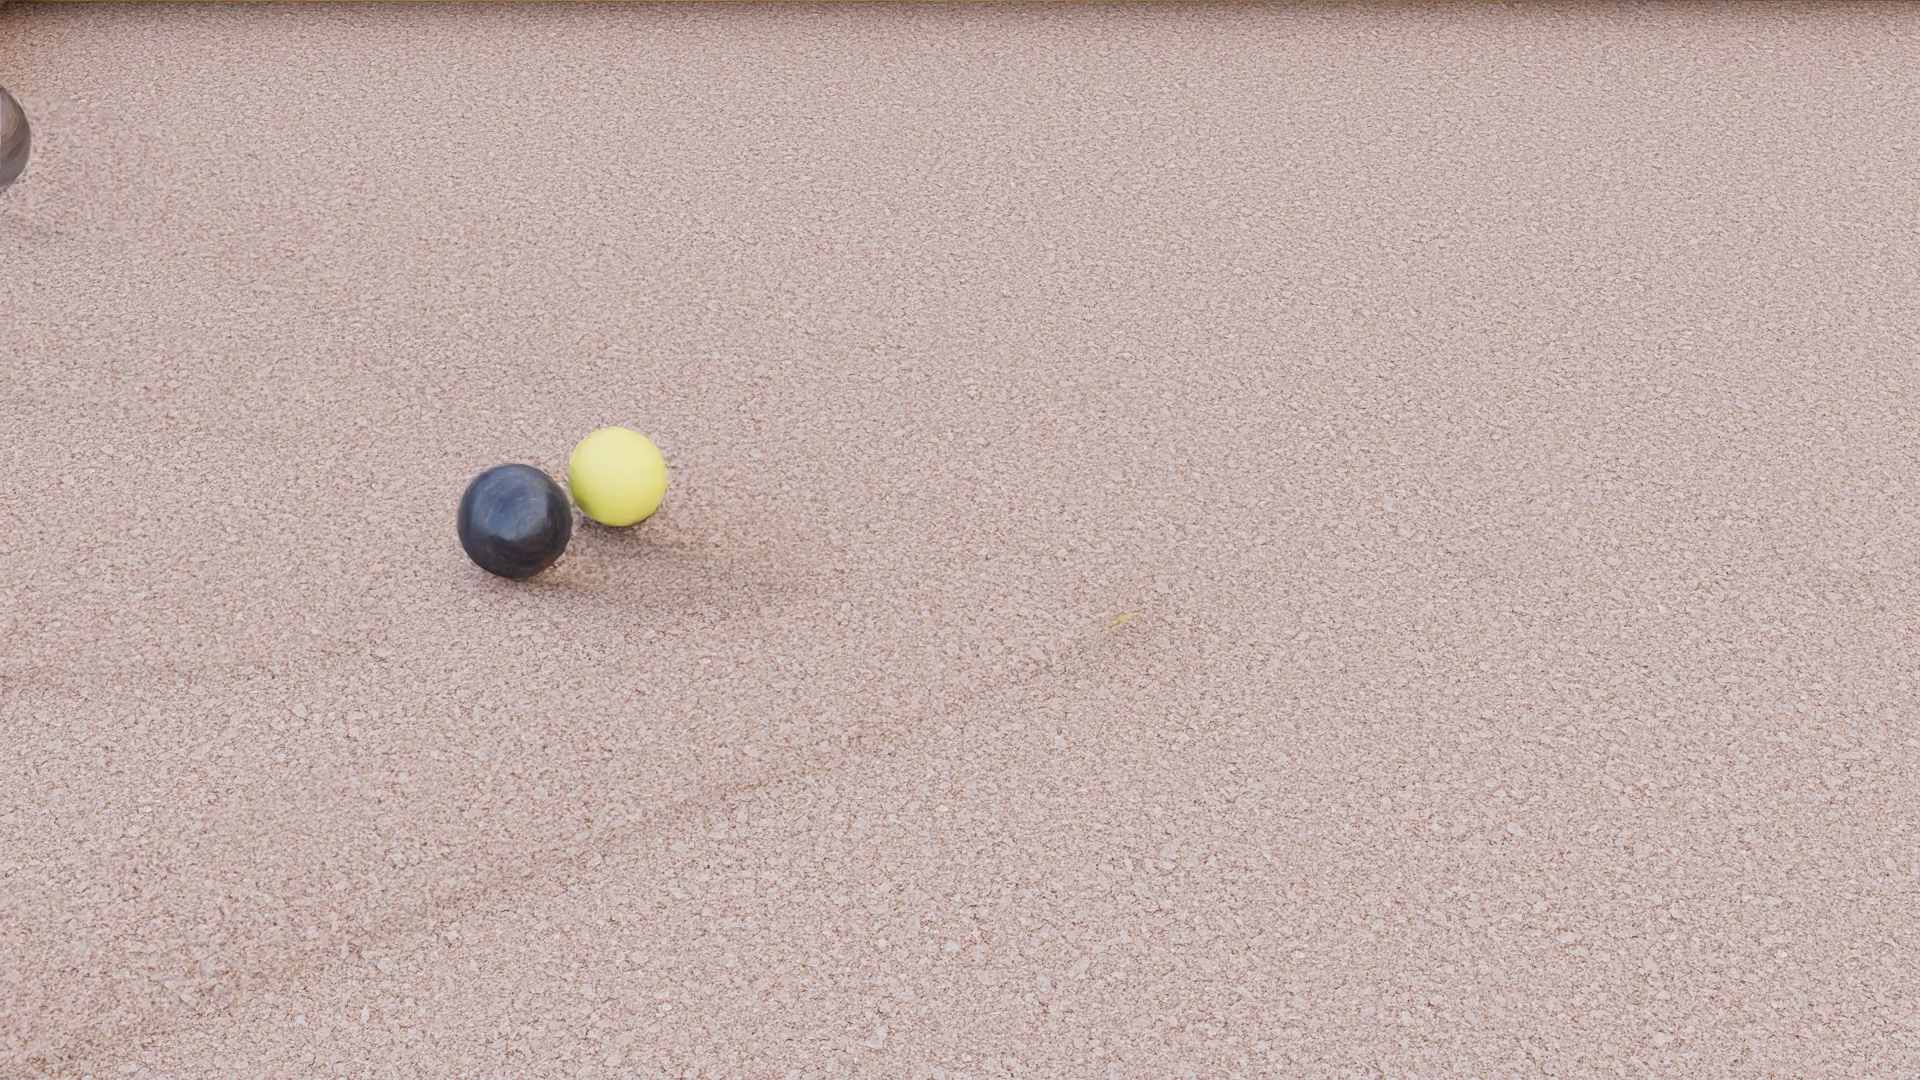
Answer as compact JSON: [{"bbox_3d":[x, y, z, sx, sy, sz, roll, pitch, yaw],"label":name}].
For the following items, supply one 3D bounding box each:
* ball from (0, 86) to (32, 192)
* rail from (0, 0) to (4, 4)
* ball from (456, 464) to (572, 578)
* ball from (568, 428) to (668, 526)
[{"bbox_3d":[-0.805,-0.327,2.082,0.098,0.098,0.098,0,36,0],"label":"ball"},{"bbox_3d":[-0.875,-0.021,1.633,0.045,0.128,1.838,0,36,0],"label":"rail"},{"bbox_3d":[-0.290,-0.012,1.669,0.075,0.075,0.075,0,36,0],"label":"ball"},{"bbox_3d":[-0.229,-0.042,1.717,0.066,0.066,0.066,0,36,0],"label":"ball"}]
